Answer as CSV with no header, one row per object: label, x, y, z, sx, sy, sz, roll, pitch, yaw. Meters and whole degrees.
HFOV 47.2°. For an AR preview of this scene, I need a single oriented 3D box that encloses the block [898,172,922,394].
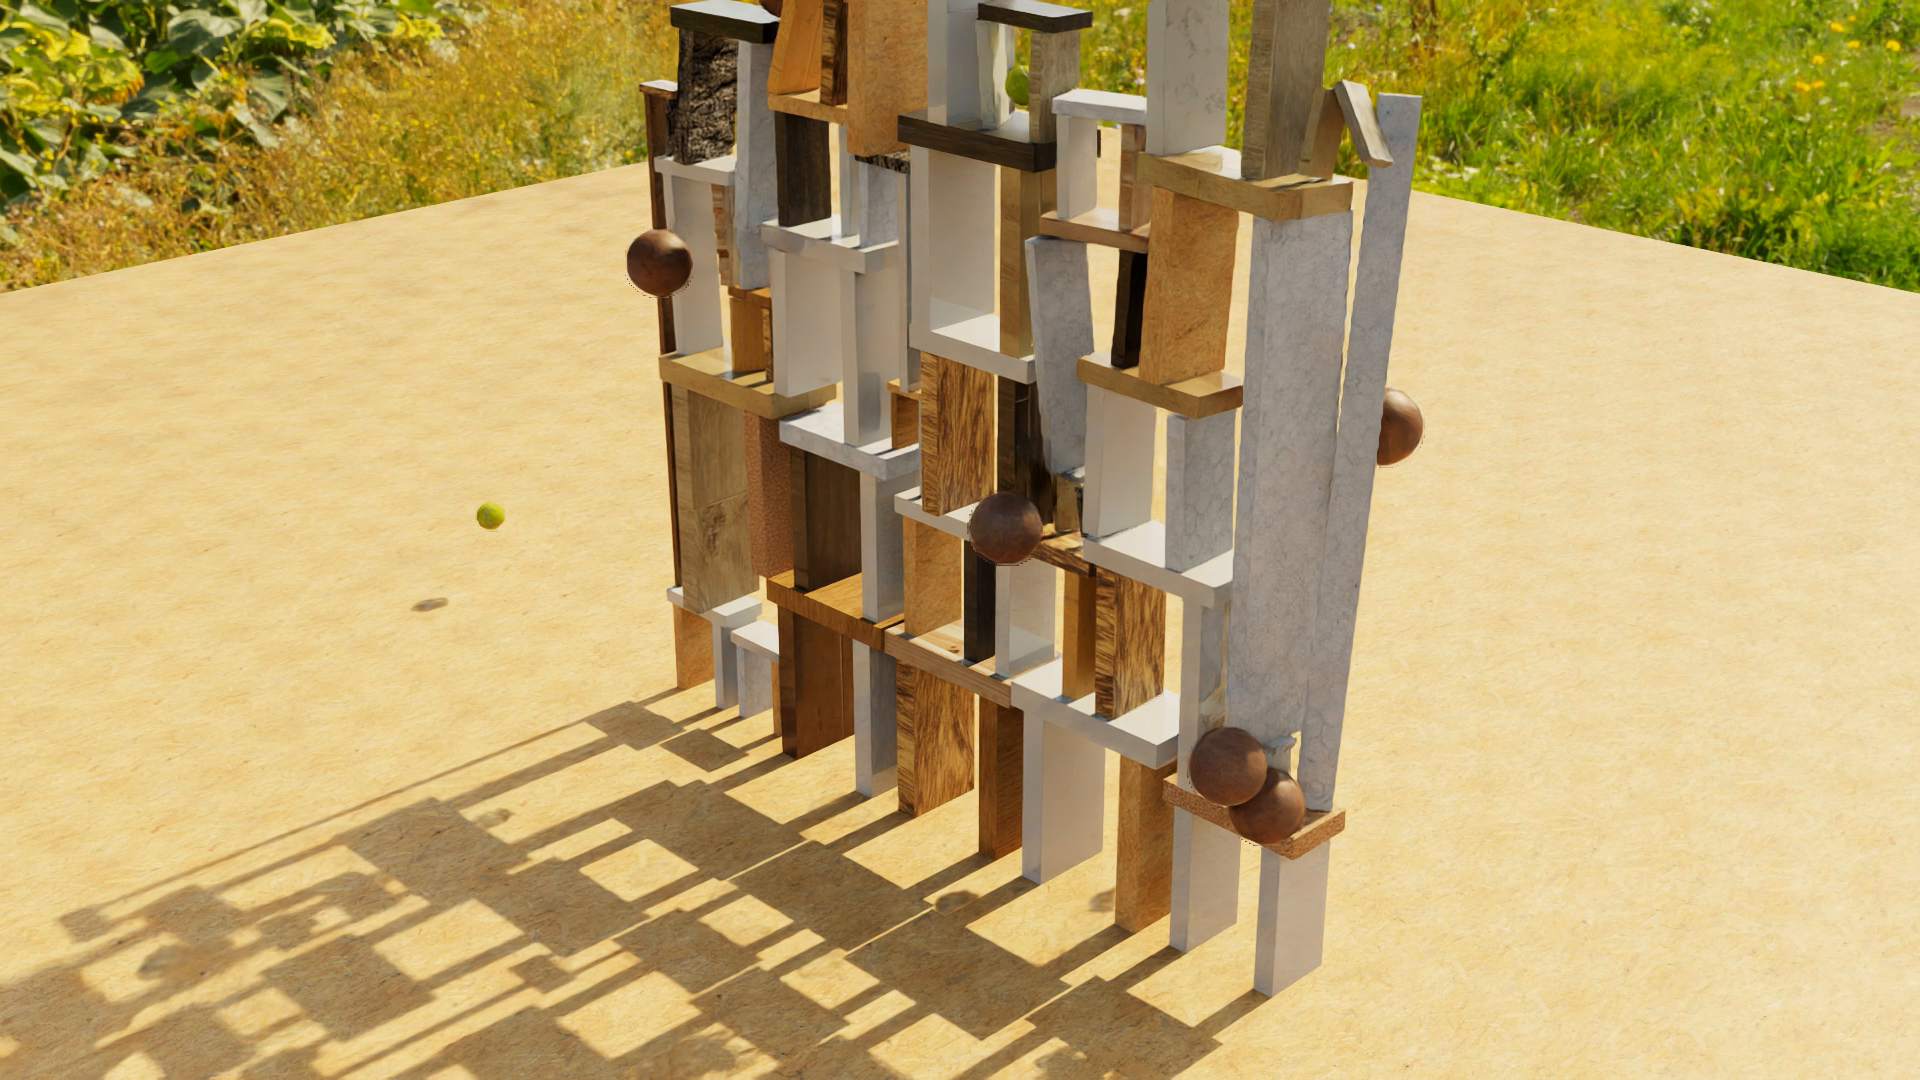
block,-0.078,-0.483,4.098,0.079,0.420,0.022,-21,31,-40

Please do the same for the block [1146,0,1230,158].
block,0.366,-0.771,3.533,0.143,0.286,0.041,-18,28,-35

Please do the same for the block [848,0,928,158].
block,-0.124,-0.924,3.985,0.169,0.432,0.048,-20,31,-40

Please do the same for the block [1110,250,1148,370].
block,0.309,-0.400,3.716,0.103,0.207,0.029,-19,32,-39

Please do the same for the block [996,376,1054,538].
block,0.136,-0.169,3.995,0.150,0.301,0.043,-21,31,-40

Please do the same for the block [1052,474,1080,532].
block,0.195,-0.070,4.008,0.052,0.103,0.015,-7,7,-31

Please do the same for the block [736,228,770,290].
block,-0.415,-0.570,4.437,0.062,0.123,0.017,-11,23,-26

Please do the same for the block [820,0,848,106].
block,-0.201,-0.925,4.058,0.033,0.231,0.116,26,33,37

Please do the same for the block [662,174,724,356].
block,-0.555,-0.581,4.580,0.103,0.382,0.029,-21,28,-41

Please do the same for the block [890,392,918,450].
block,-0.106,-0.237,4.245,0.058,0.115,0.016,-21,31,-40

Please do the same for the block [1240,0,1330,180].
block,0.505,-0.712,3.413,0.041,0.286,0.143,21,28,40

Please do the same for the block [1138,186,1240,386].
block,0.381,-0.431,3.645,0.162,0.325,0.046,-15,28,-39

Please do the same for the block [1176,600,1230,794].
block,0.448,0.252,3.844,0.147,0.368,0.042,-22,31,-40

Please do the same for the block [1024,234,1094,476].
block,0.183,-0.328,3.846,0.103,0.447,0.029,-20,34,-22

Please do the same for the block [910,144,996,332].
block,-0.012,-0.563,4.001,0.168,0.336,0.048,-21,31,-40

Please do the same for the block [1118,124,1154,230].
block,0.295,-0.606,3.623,0.025,0.174,0.087,14,26,30

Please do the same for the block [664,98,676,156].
block,-0.575,-0.847,4.491,0.017,0.119,0.059,19,29,34

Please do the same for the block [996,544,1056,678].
block,0.124,0.117,4.140,0.126,0.266,0.036,-21,31,-40

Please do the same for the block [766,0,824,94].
block,-0.289,-0.957,4.140,0.116,0.231,0.033,-20,49,-41

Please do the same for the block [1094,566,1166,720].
block,0.308,0.163,3.955,0.042,0.293,0.147,20,32,39

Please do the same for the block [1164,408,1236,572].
block,0.408,-0.095,3.730,0.039,0.273,0.136,20,31,41

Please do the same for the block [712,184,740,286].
block,-0.449,-0.628,4.470,0.029,0.207,0.103,11,24,37

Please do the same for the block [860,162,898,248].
block,-0.151,-0.634,4.116,0.022,0.158,0.079,22,31,40

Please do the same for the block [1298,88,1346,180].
block,0.563,-0.628,3.402,0.067,0.134,0.019,-3,18,-45

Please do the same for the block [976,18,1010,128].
block,0.057,-0.811,3.798,0.026,0.183,0.091,2,23,16

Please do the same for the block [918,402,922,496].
block,-0.052,-0.180,4.209,0.058,0.191,0.016,-21,31,-40

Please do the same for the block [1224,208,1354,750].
block,0.536,-0.089,3.620,0.162,0.922,0.046,-13,27,-27

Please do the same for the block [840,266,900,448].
block,-0.159,-0.367,4.249,0.149,0.351,0.042,-21,30,-40

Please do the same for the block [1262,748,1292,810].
block,0.548,0.409,3.807,0.054,0.109,0.015,-19,28,-38

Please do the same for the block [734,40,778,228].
block,-0.373,-0.802,4.308,0.135,0.366,0.038,-20,35,-40

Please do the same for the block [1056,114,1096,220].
block,0.196,-0.632,3.681,0.025,0.174,0.087,15,28,32

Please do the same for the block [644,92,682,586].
block,-0.615,-0.414,4.726,0.059,1.098,0.017,-21,30,-41

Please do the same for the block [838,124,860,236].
block,-0.178,-0.701,4.194,0.111,0.221,0.031,-20,29,-39

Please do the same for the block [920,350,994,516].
block,-0.003,-0.217,4.132,0.150,0.319,0.043,-21,31,-40

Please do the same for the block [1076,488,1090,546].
block,0.241,-0.046,3.957,0.052,0.103,0.015,-10,6,-21

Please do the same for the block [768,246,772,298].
block,-0.352,-0.547,4.383,0.017,0.123,0.062,17,28,39

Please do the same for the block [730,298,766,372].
block,-0.429,-0.422,4.499,0.076,0.153,0.022,-8,25,-18

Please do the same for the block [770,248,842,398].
block,-0.302,-0.446,4.369,0.149,0.299,0.042,-21,32,-40

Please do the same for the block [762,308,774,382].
block,-0.361,-0.403,4.454,0.022,0.153,0.076,19,29,41

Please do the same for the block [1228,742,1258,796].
block,0.495,0.389,3.853,0.054,0.109,0.015,-16,25,-34

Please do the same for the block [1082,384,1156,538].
block,0.280,-0.152,3.851,0.136,0.273,0.039,-17,27,-39

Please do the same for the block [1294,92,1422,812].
block,0.645,-0.112,3.603,0.067,1.226,0.019,7,21,9

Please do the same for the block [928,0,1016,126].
block,0.021,-0.902,3.817,0.169,0.338,0.048,-21,31,-40

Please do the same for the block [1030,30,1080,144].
block,0.159,-0.763,3.687,0.091,0.183,0.026,-19,29,-37

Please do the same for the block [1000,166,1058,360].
block,0.146,-0.501,3.855,0.168,0.336,0.048,-21,31,-40

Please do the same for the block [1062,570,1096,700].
block,0.245,0.156,4.028,0.036,0.252,0.126,21,31,41

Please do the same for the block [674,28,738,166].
block,-0.507,-0.898,4.411,0.038,0.271,0.135,25,32,31

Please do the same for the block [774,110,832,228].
block,-0.303,-0.725,4.252,0.031,0.221,0.111,20,30,41
